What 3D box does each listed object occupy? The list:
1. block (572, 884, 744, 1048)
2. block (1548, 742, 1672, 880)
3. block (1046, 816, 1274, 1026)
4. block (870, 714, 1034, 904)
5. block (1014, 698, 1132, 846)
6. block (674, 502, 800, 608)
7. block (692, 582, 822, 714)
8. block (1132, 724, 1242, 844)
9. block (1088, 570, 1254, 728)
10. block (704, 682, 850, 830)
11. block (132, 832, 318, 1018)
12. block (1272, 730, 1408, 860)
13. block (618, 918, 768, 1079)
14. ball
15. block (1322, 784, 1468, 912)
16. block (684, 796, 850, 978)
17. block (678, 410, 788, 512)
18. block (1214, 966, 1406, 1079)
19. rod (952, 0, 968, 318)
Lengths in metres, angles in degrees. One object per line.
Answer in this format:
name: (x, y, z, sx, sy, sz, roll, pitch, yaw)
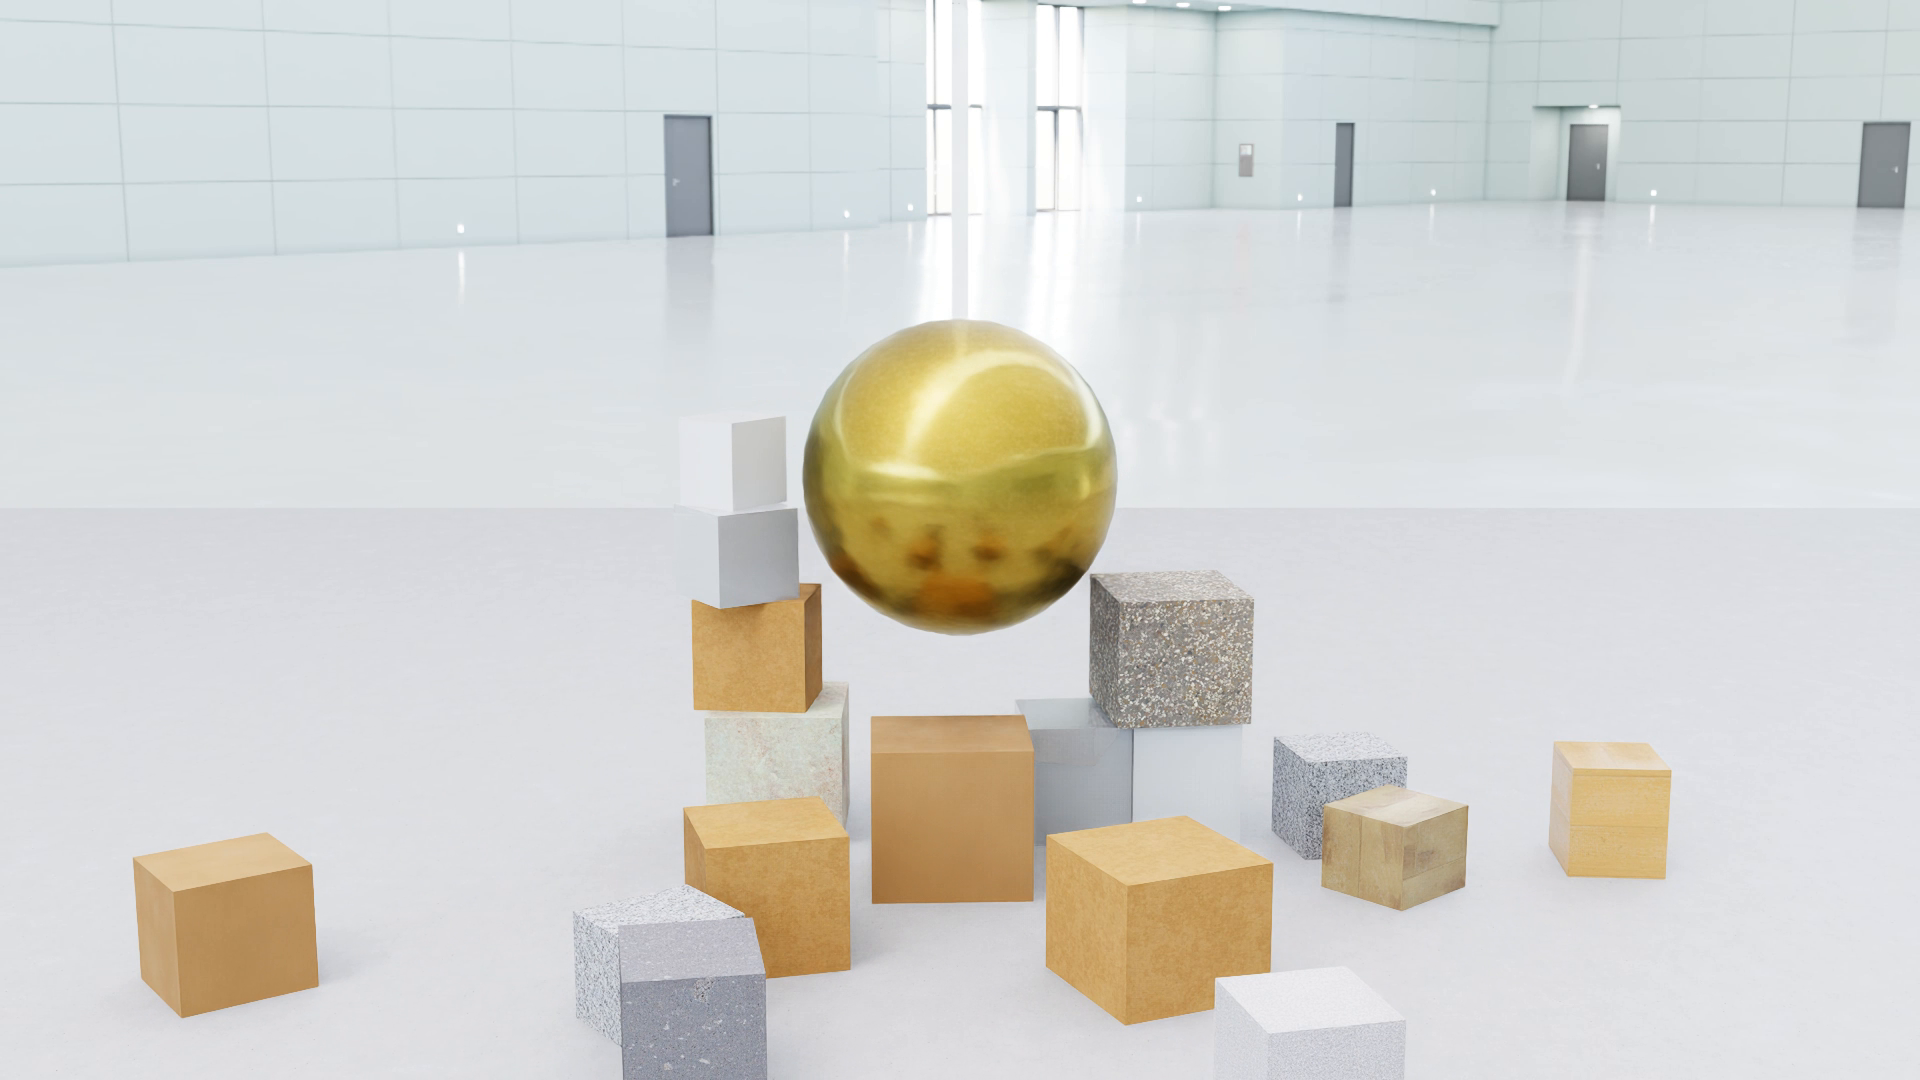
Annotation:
block: (-1.208, 1.717, 8.858, 0.531, 0.453, 0.448, -8, 13, -37)
block: (3.182, 1.319, 10.791, 0.462, 0.544, 0.485, 1, 10, 4)
block: (0.826, 1.579, 9.239, 0.682, 0.588, 0.711, -5, 11, -24)
block: (-0.047, 1.276, 10.518, 0.754, 0.726, 0.660, 0, 10, -2)
block: (0.577, 1.187, 11.345, 0.530, 0.606, 0.608, -1, 10, -5)
block: (-1.126, 0.054, 11.070, 0.449, 0.462, 0.474, -7, 12, -33)
block: (-1.032, 0.541, 11.257, 0.573, 0.565, 0.499, 1, 10, 6)
block: (1.116, 1.170, 11.368, 0.548, 0.631, 0.654, -1, 10, -5)
block: (1.068, 0.547, 11.240, 0.679, 0.640, 0.742, -1, 10, -8)
block: (-0.931, 1.149, 11.371, 0.680, 0.671, 0.756, 0, 10, 0)
block: (-3.085, 1.605, 9.240, 0.572, 0.537, 0.539, -8, 13, -36)
block: (1.910, 1.284, 11.108, 0.521, 0.499, 0.491, -2, 11, -12)
block: (-1.005, 1.787, 8.226, 0.514, 0.541, 0.591, -2, 10, -10)
ball: (0.000, -0.319, 11.105, 1.600, 1.600, 1.600, 0, 10, 0)
block: (2.065, 1.453, 10.445, 0.505, 0.404, 0.466, -9, 14, -42)
block: (-0.847, 1.513, 9.576, 0.614, 0.597, 0.605, -3, 11, -16)
block: (-1.142, -0.404, 11.081, 0.367, 0.436, 0.389, 8, 13, 38)
block: (1.257, 1.877, 7.968, 0.517, 0.456, 0.529, -3, 11, -13)
rod: (0.000, -3.665, 10.506, 0.080, 5.200, 0.080, 0, 10, 0)
